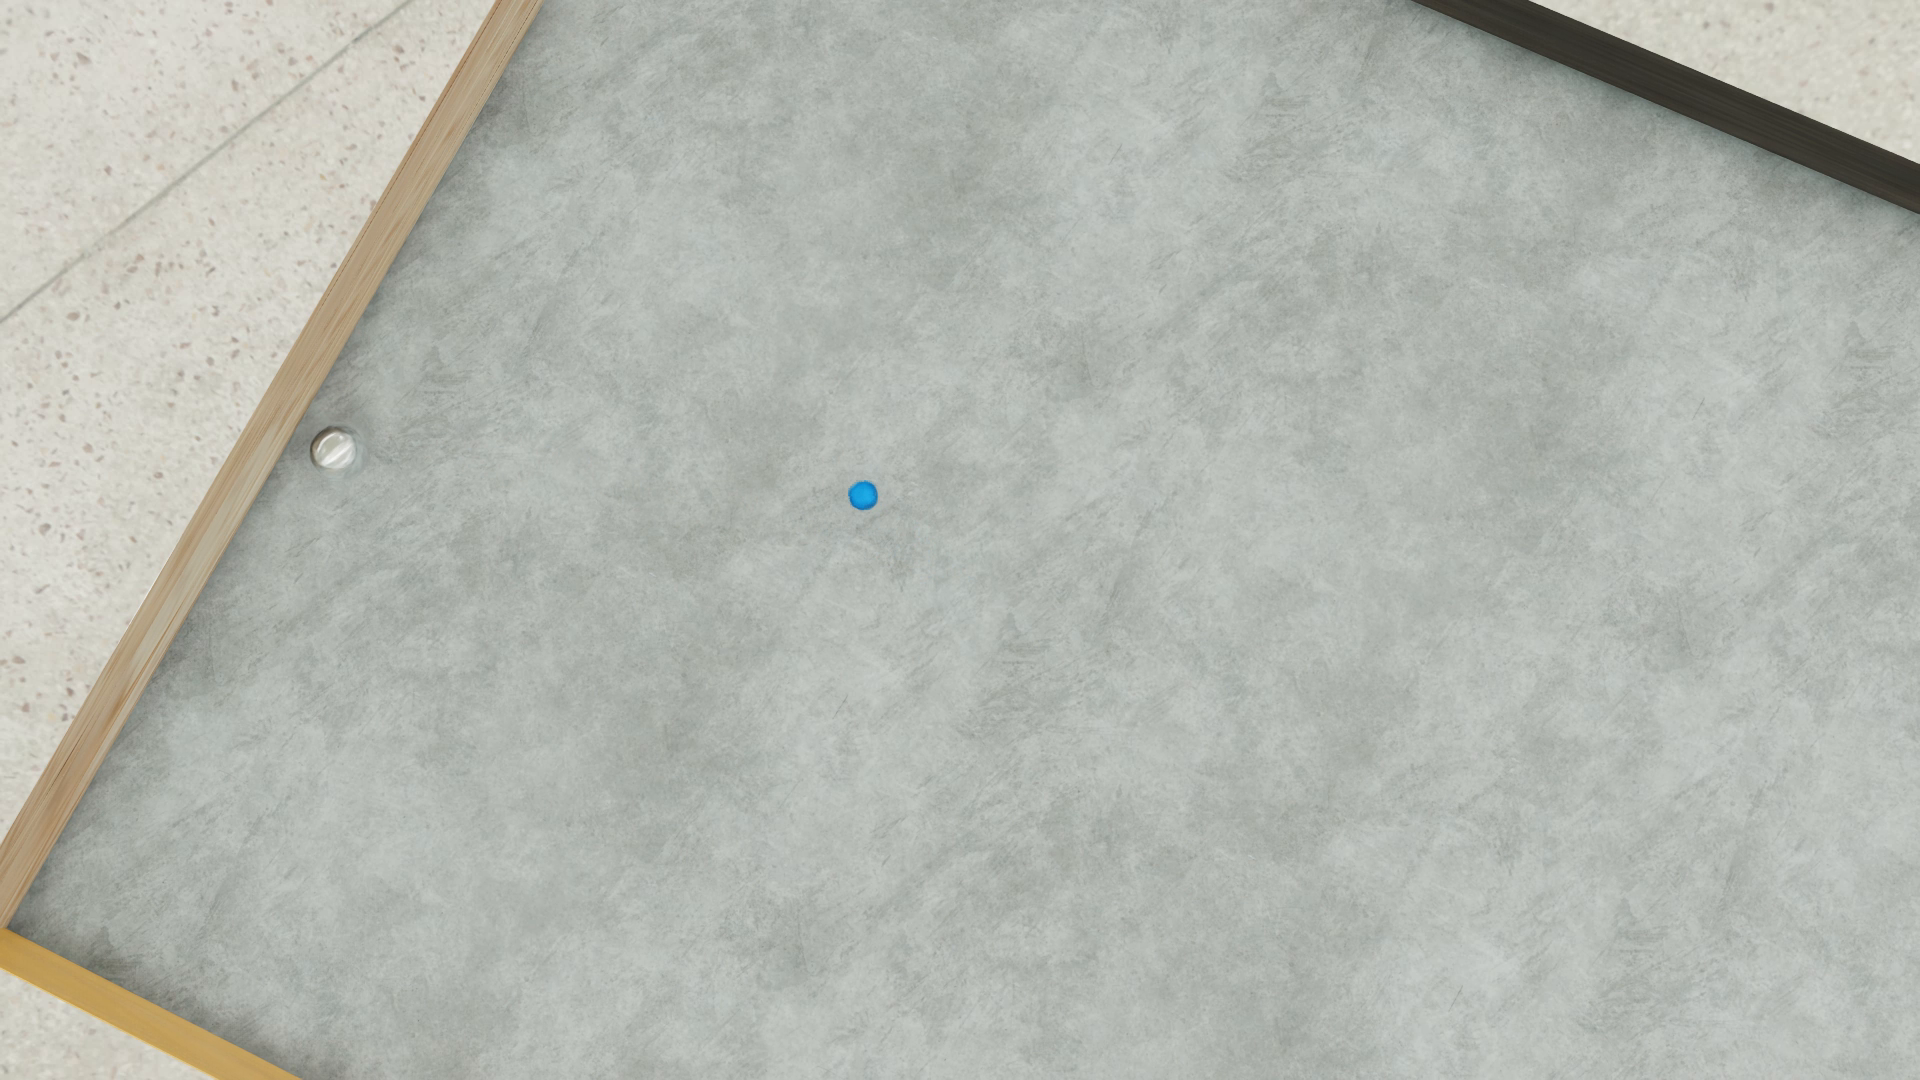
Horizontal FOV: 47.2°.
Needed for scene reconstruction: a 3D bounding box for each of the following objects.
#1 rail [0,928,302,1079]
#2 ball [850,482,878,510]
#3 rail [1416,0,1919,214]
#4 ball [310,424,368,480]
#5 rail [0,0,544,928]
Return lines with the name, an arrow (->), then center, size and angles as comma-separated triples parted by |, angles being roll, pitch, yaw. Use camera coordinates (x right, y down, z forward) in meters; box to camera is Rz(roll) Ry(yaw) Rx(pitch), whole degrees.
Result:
rail -> 0.443, 1.423, 2.945 | 4.146, 0.116, 0.045 | 25, 77, 6
ball -> -0.148, -0.067, 3.374 | 0.045, 0.045, 0.045 | 0, 75, 0
rail -> 1.428, -0.573, 3.469 | 4.146, 0.116, 0.045 | 25, 77, 6
ball -> -0.952, -0.134, 3.371 | 0.085, 0.085, 0.085 | 0, 75, 0
rail -> -0.914, -0.429, 3.431 | 0.045, 0.116, 2.335 | 25, 77, 6
